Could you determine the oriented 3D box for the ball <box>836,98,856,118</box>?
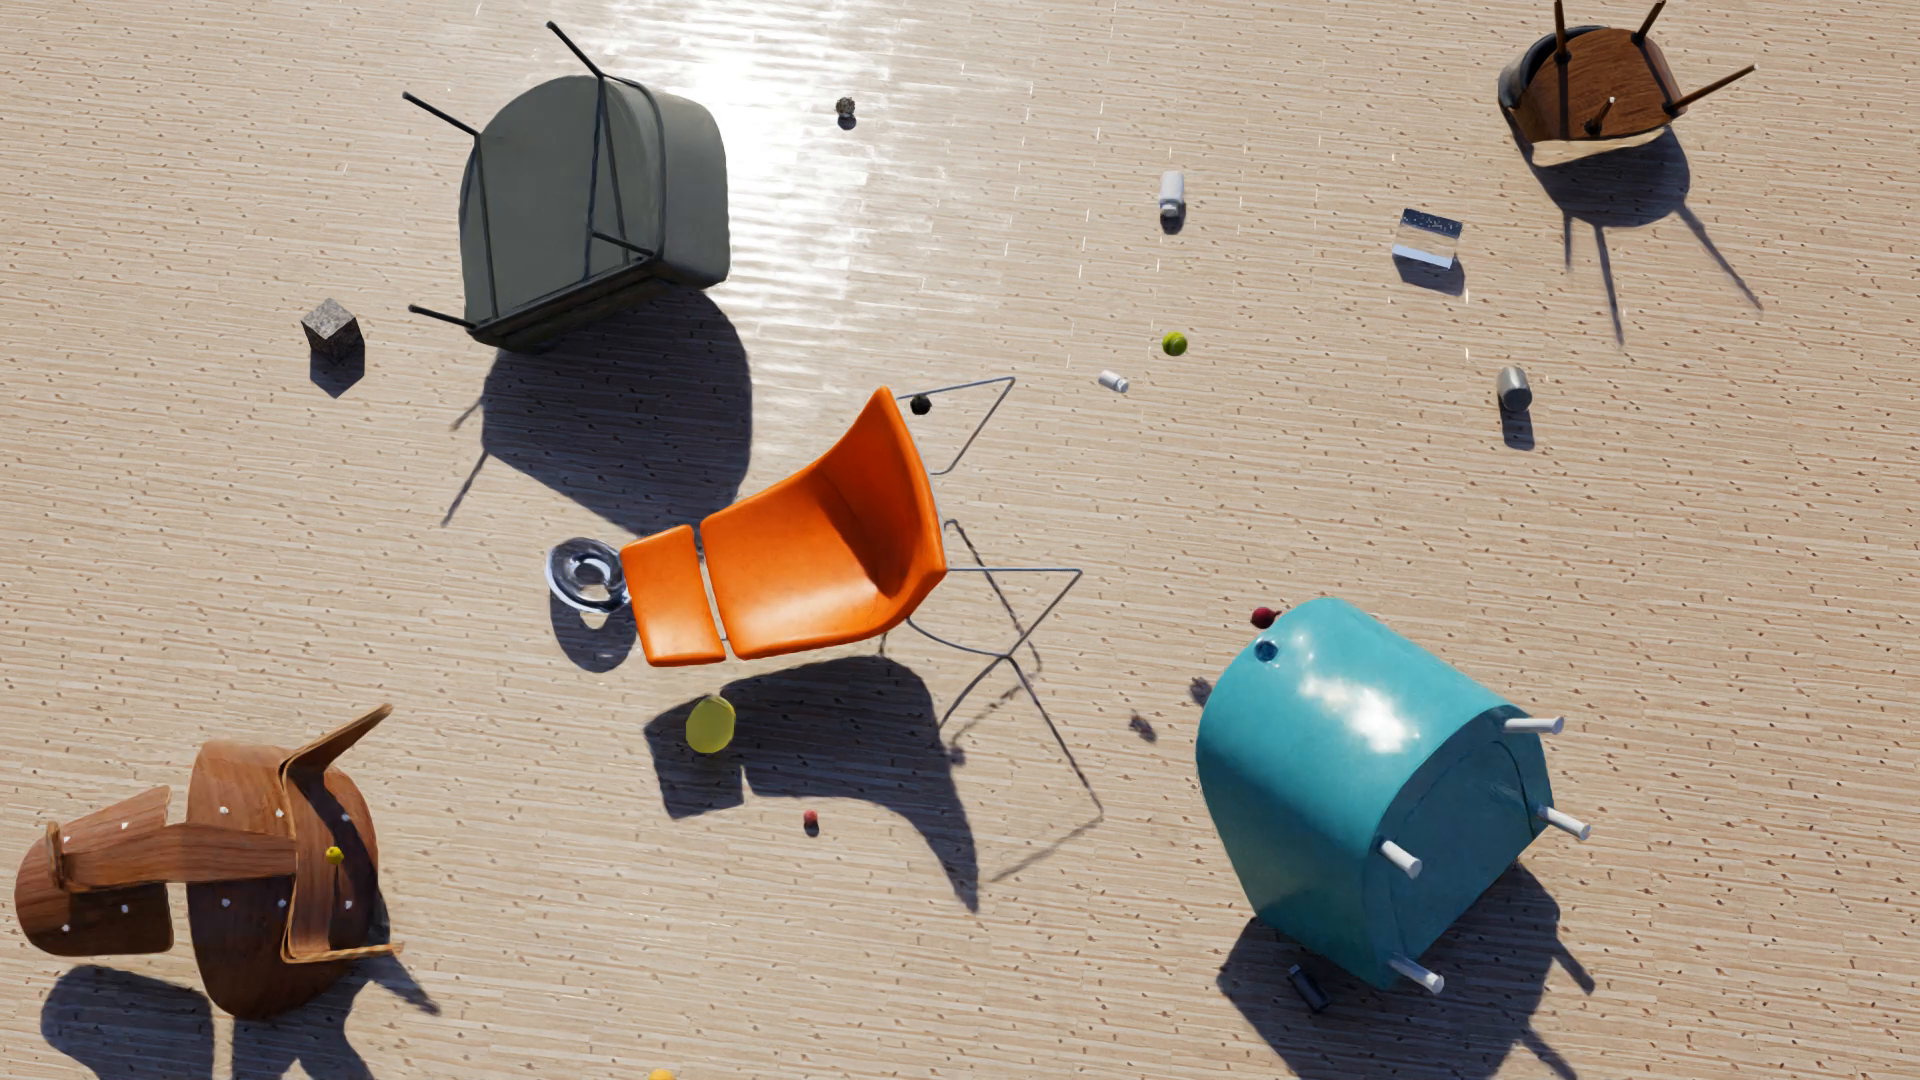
[{"bbox_3d":[-0.392,-1.481,7.527,0.067,0.067,0.067,0,56,0],"label":"ball"}]

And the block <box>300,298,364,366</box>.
[{"bbox_3d":[-1.977,-0.656,6.933,0.122,0.135,0.121,35,63,21],"label":"block"}]

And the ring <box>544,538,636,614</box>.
[{"bbox_3d":[-1.082,0.101,6.421,0.258,0.053,0.363,-5,37,-23],"label":"ring"}]

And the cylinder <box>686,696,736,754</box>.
[{"bbox_3d":[-0.691,0.513,6.103,0.129,0.136,0.147,32,90,-5],"label":"cylinder"}]

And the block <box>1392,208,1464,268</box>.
[{"bbox_3d":[1.520,-0.982,7.152,0.194,0.125,0.085,17,51,11],"label":"block"}]

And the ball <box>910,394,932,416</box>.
[{"bbox_3d":[-0.106,-0.365,5.959,0.057,0.057,0.057,0,56,0],"label":"ball"}]
